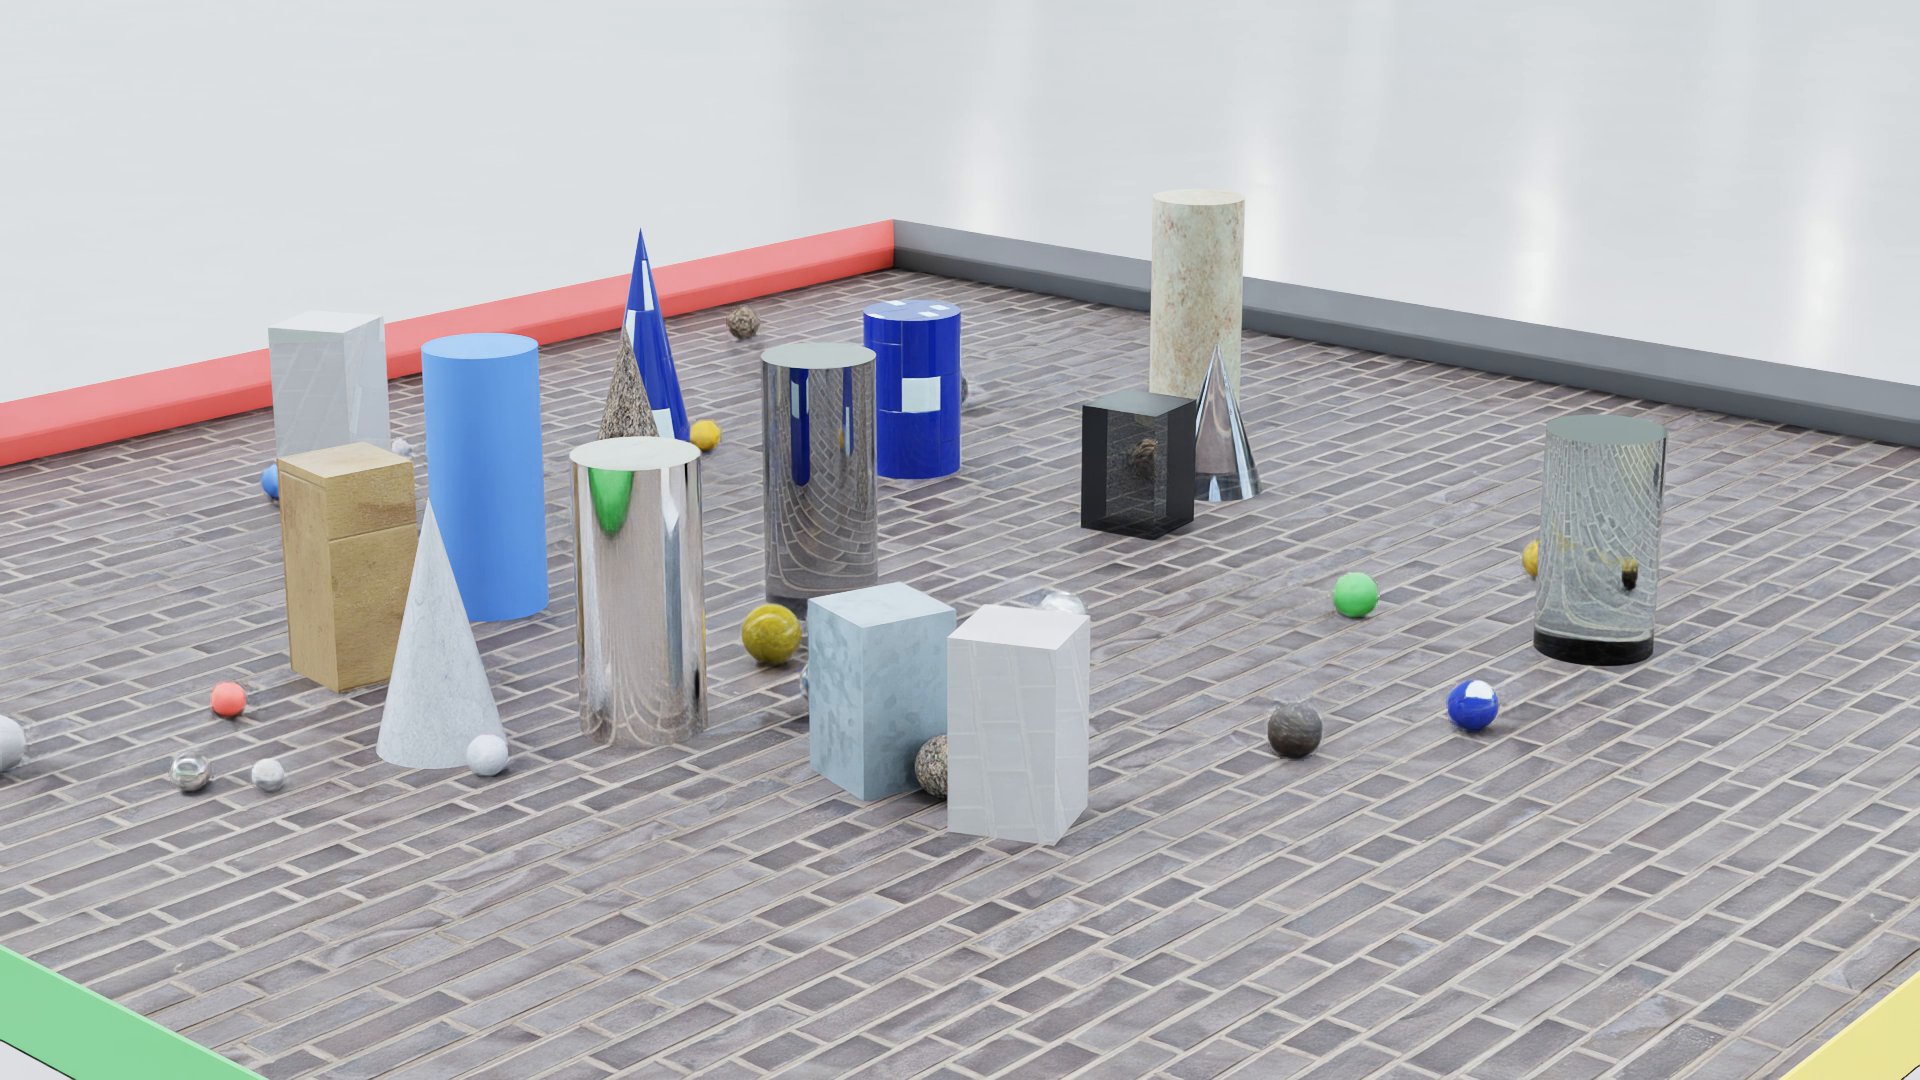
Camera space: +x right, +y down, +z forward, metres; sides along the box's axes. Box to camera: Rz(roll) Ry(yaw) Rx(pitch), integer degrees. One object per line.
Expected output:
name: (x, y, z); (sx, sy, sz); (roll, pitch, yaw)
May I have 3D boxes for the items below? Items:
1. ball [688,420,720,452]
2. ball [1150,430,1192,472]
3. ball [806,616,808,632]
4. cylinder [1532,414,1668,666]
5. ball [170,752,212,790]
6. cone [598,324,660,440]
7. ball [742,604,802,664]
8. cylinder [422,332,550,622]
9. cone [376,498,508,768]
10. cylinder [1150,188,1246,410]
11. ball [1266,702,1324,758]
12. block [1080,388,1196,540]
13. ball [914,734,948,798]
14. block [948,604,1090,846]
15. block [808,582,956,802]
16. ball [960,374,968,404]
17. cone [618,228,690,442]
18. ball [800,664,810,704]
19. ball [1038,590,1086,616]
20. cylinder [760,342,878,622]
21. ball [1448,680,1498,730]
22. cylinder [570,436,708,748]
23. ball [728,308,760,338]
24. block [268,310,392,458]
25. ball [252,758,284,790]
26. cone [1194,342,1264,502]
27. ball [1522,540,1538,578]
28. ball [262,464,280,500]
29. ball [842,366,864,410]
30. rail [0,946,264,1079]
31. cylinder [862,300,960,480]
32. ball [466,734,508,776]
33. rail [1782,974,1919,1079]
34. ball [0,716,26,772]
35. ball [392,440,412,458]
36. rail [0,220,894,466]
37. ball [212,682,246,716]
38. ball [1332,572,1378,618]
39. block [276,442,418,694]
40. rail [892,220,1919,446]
ball: (-0.526, -0.215, 6.034); (0.064, 0.064, 0.064); (0, 17, 0)
ball: (0.423, -0.181, 5.903); (0.084, 0.084, 0.084); (0, 17, 0)
ball: (-0.215, 0.139, 4.849); (0.081, 0.081, 0.081); (0, 17, 0)
cylinder: (1.049, -0.001, 4.808); (0.196, 0.372, 0.196); (0, 17, 0)
ball: (-1.113, 0.334, 4.242); (0.057, 0.057, 0.057); (0, 17, 0)
cone: (-0.631, -0.232, 5.574); (0.196, 0.372, 0.196); (0, 17, 0)
ball: (-0.306, 0.153, 4.771); (0.098, 0.098, 0.098); (0, 17, 0)
cylinder: (-0.811, -0.109, 5.015); (0.196, 0.458, 0.196); (0, 17, 0)
cone: (-0.782, 0.123, 4.367); (0.196, 0.390, 0.196); (0, 17, 0)
cylinder: (0.508, -0.502, 6.295); (0.196, 0.473, 0.196); (0, 17, 0)
ball: (0.499, 0.284, 4.364); (0.083, 0.083, 0.083); (0, 17, 0)
block: (0.336, -0.144, 5.514); (0.156, 0.237, 0.156); (11, 20, 32)
ball: (-0.019, 0.325, 4.212); (0.092, 0.092, 0.092); (0, 17, 0)
block: (0.083, 0.257, 4.103); (0.156, 0.286, 0.156); (6, 18, 19)
block: (-0.113, 0.218, 4.270); (0.156, 0.263, 0.156); (-10, 20, -31)
ball: (-0.024, -0.330, 6.398); (0.084, 0.084, 0.084); (0, 17, 0)
cone: (-0.648, -0.414, 6.013); (0.196, 0.467, 0.196); (0, 17, 0)
ball: (-0.209, 0.222, 4.568); (0.083, 0.083, 0.083); (0, 17, 0)
ball: (0.171, 0.125, 4.894); (0.081, 0.081, 0.081); (0, 17, 0)
cylinder: (-0.239, -0.100, 5.017); (0.196, 0.442, 0.196); (0, 17, 0)
ball: (0.784, 0.252, 4.479); (0.078, 0.078, 0.078); (0, 17, 0)
cylinder: (-0.485, 0.077, 4.443); (0.196, 0.433, 0.196); (0, 17, 0)
ball: (-0.520, -0.522, 7.050); (0.075, 0.075, 0.075); (0, 17, 0)
block: (-1.189, -0.229, 5.554); (0.156, 0.378, 0.156); (5, 18, 17)
ball: (-1.001, 0.340, 4.242); (0.047, 0.047, 0.047); (0, 17, 0)
cone: (0.501, -0.246, 5.748); (0.196, 0.298, 0.196); (0, 17, 0)
ball: (1.035, 0.034, 5.213); (0.071, 0.071, 0.071); (0, 17, 0)
ball: (-1.322, -0.114, 5.706); (0.070, 0.070, 0.070); (0, 17, 0)
ball: (-0.212, -0.332, 6.388); (0.093, 0.093, 0.093); (0, 17, 0)
rail: (-1.332, 0.475, 3.651); (4.048, 0.127, 0.045); (14, 22, 39)
cylinder: (-0.096, -0.304, 5.899); (0.196, 0.323, 0.196); (0, 17, 0)
ball: (-0.693, 0.315, 4.300); (0.060, 0.060, 0.060); (0, 17, 0)
rail: (1.510, 0.410, 3.865); (0.045, 0.127, 4.112); (14, 22, 39)
ball: (-1.417, 0.300, 4.306); (0.086, 0.086, 0.086); (0, 17, 0)
ball: (-1.142, -0.184, 5.983); (0.043, 0.043, 0.043); (0, 17, 0)
rail: (-1.510, -0.347, 6.376); (0.045, 0.127, 4.112); (14, 22, 39)
ball: (-1.132, 0.247, 4.538); (0.054, 0.054, 0.054); (0, 17, 0)
ball: (0.675, 0.093, 5.005); (0.078, 0.078, 0.078); (0, 17, 0)
block: (-0.975, 0.042, 4.697); (0.156, 0.354, 0.156); (-14, 22, -38)
rail: (1.332, -0.411, 6.589); (4.048, 0.127, 0.045); (14, 22, 39)
